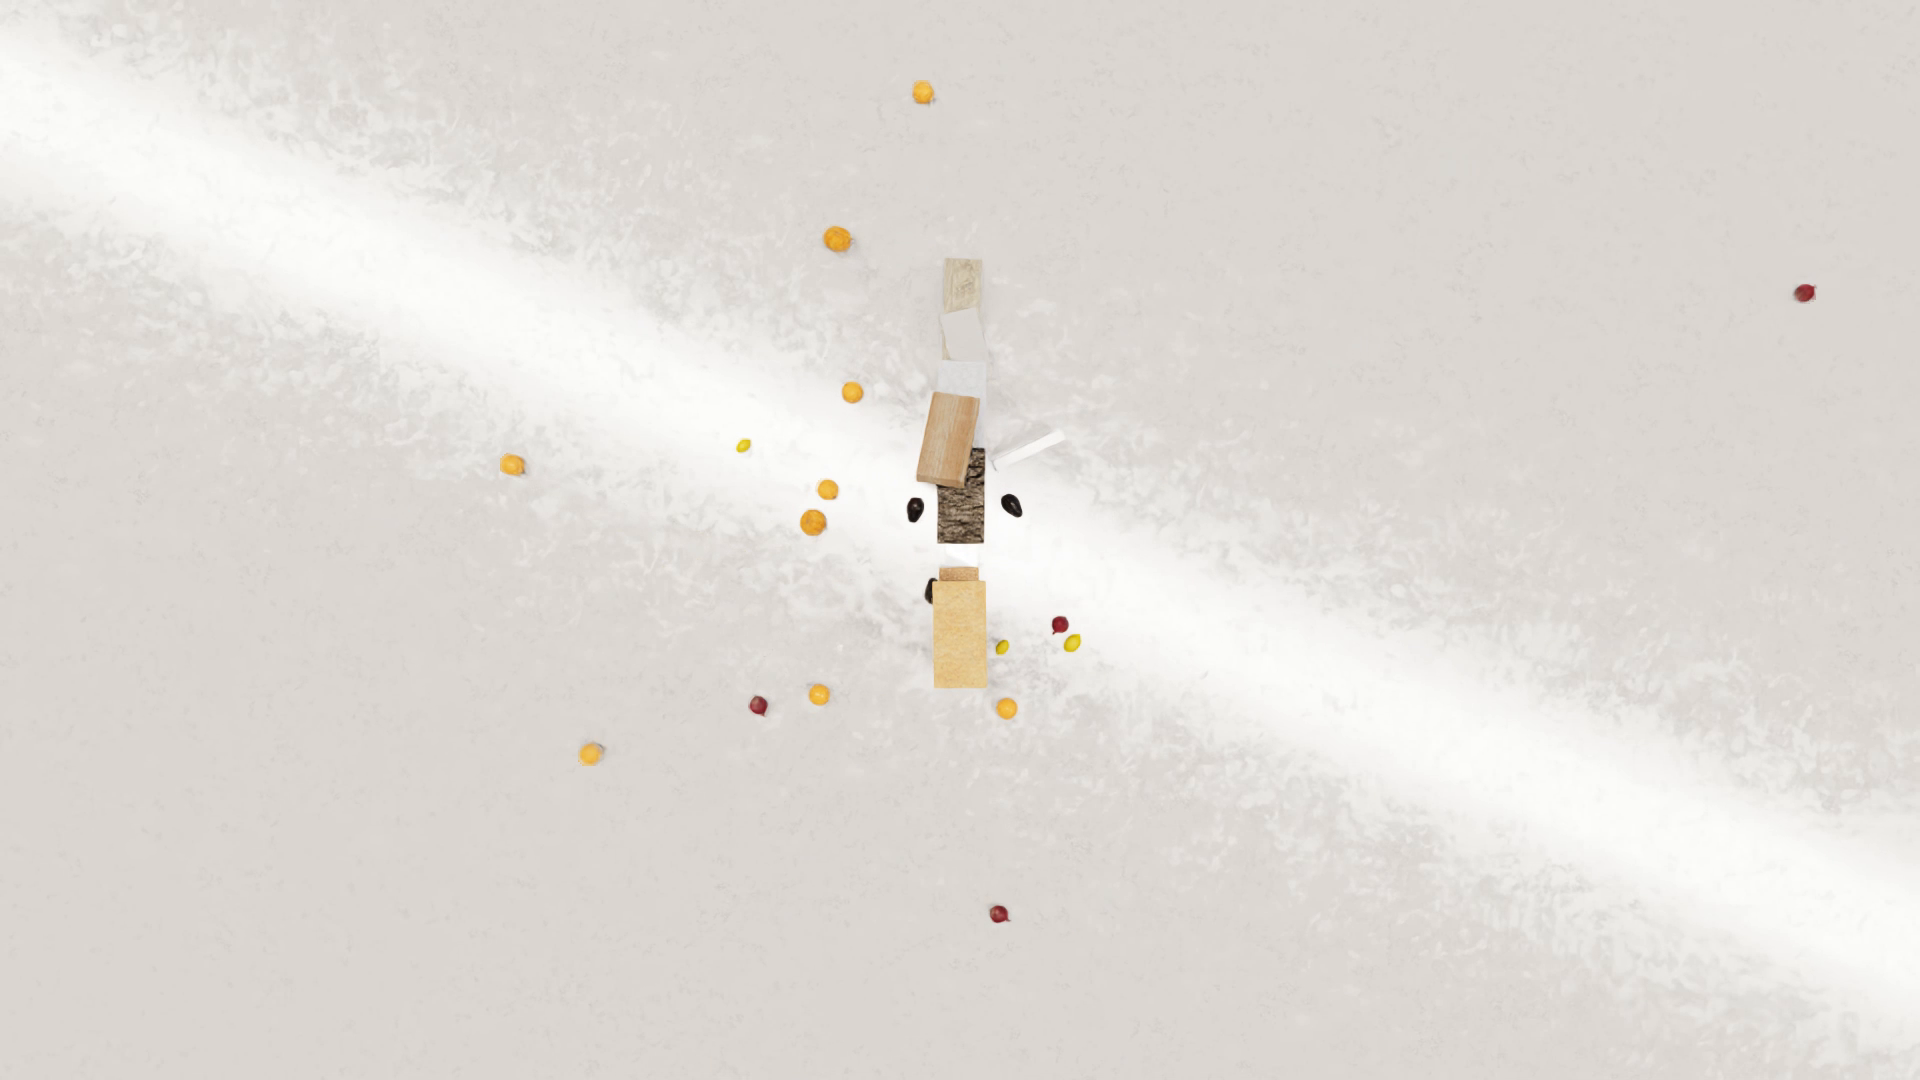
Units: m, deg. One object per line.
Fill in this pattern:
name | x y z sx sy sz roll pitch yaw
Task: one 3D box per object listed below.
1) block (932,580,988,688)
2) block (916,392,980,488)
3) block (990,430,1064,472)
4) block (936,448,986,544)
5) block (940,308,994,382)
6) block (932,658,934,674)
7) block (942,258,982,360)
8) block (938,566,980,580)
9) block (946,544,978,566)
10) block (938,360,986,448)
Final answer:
block | 0.000 0.278 4.871 0.158 0.045 0.315 -1 90 0
block | -0.035 -0.314 5.130 0.151 0.043 0.302 9 64 4
block | 0.221 -0.296 5.438 0.244 0.122 0.035 -25 94 0
block | 0.003 -0.138 5.201 0.151 0.043 0.302 0 107 0
block | 0.022 -0.635 5.448 0.122 0.035 0.244 -14 90 0
block | -0.002 0.379 5.196 0.158 0.607 0.045 0 89 0
block | 0.004 -0.687 5.483 0.122 0.035 0.489 2 90 0
block | -0.003 0.214 5.226 0.128 0.036 0.256 0 90 0
block | 0.006 -0.015 5.283 0.101 0.029 0.202 1 90 0
block | 0.004 -0.392 5.237 0.151 0.043 0.349 2 84 0
